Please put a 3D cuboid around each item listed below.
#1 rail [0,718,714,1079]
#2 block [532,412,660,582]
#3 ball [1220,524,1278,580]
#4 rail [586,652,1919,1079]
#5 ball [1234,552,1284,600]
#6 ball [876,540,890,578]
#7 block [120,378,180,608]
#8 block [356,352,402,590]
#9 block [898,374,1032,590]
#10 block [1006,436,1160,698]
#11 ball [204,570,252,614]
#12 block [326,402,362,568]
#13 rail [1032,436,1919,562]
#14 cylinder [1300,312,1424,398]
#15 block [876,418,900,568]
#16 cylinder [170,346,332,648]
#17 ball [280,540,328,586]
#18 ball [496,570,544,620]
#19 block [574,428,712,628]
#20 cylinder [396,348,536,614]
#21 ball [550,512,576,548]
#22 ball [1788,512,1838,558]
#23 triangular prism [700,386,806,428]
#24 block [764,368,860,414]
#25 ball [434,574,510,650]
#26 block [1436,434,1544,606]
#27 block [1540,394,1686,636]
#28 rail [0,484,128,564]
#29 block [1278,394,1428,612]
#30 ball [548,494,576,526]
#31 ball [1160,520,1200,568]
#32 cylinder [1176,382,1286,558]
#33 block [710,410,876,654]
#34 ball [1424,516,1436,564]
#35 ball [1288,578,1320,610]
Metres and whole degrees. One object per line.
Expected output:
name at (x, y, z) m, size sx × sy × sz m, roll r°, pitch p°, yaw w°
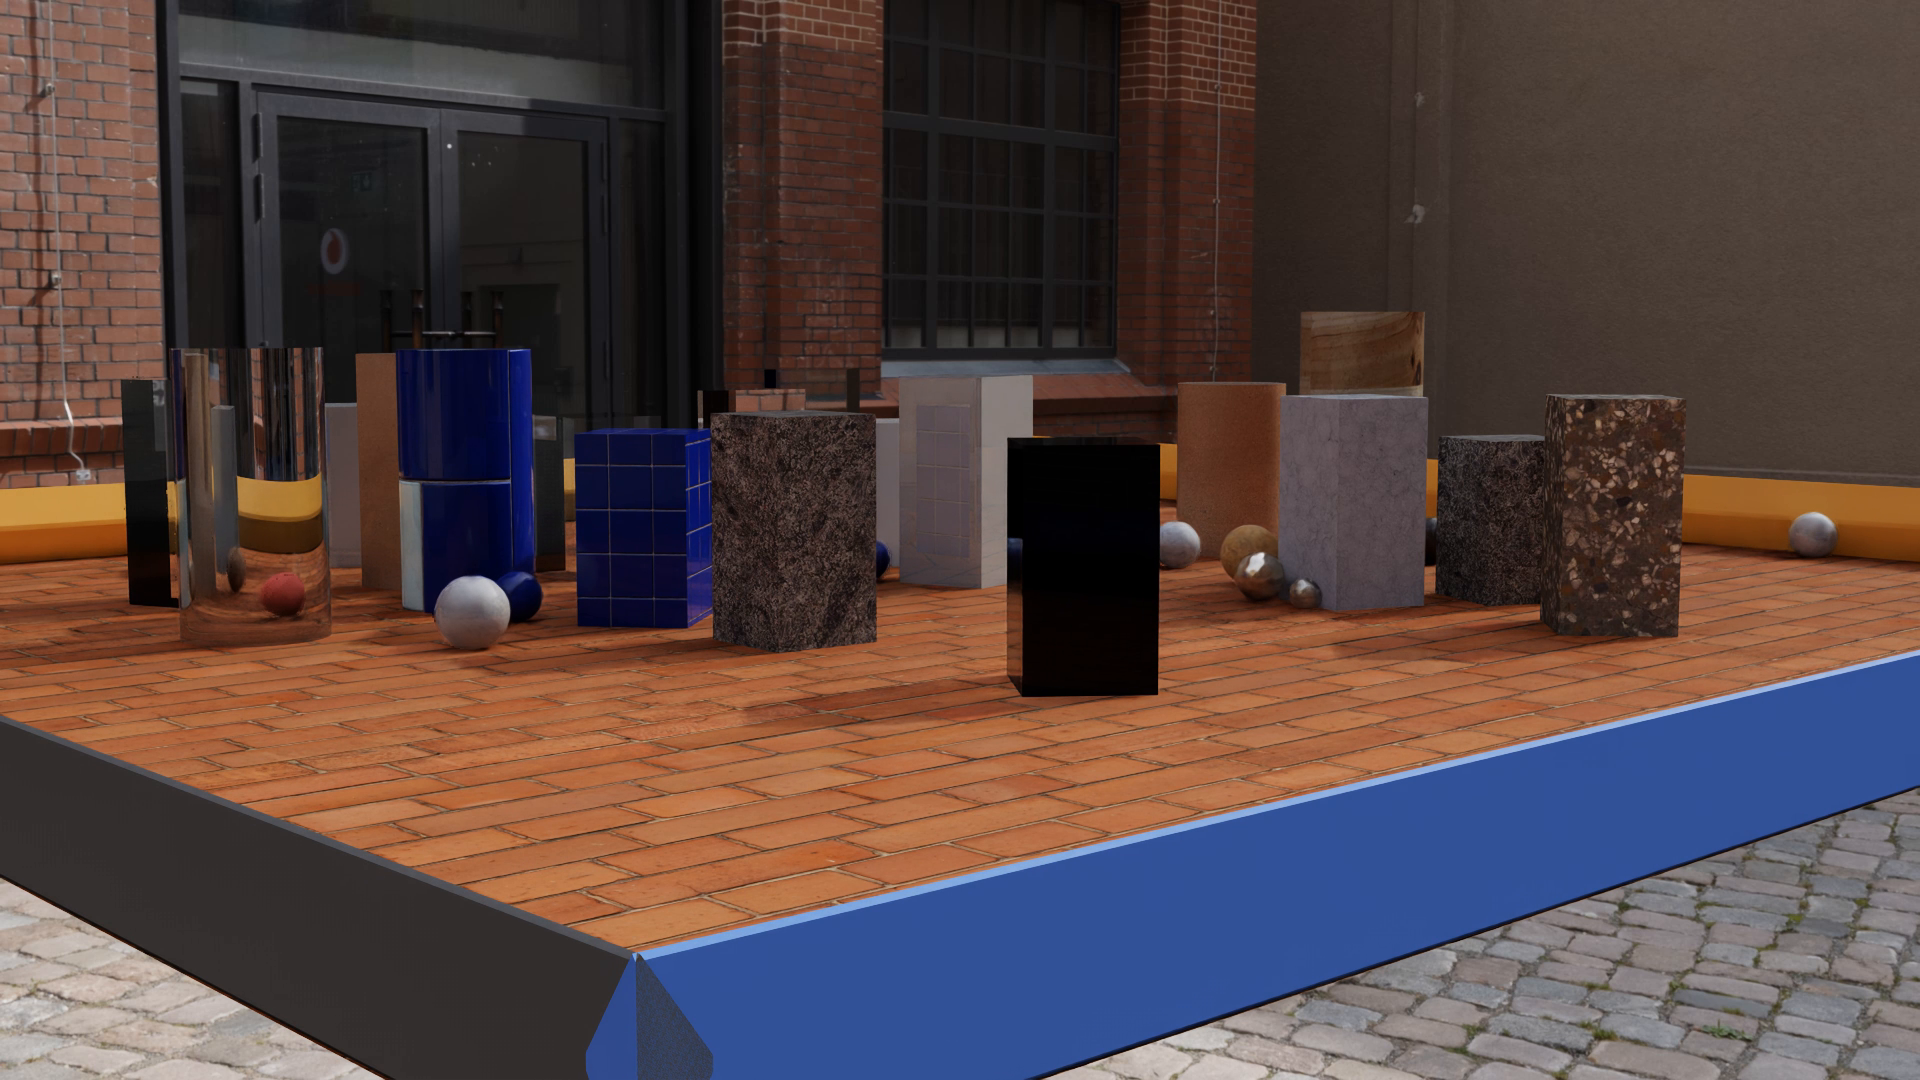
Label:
rail at (-1.196, 0.148, 2.234) m, size 0.045 × 0.129 × 3.110 m, roll -5°, pitch 8°, yaw -42°
block at (-0.614, -0.077, 3.725) m, size 0.159 × 0.269 × 0.159 m, roll -4°, pitch 7°, yaw -36°
ball at (0.474, 0.024, 3.585) m, size 0.098 × 0.098 × 0.098 m, roll 0°, pitch 6°, yaw 0°
rail at (1.039, 0.150, 2.212) m, size 3.302 × 0.129 × 0.045 m, roll -5°, pitch 8°, yaw -42°
ball at (0.461, 0.056, 3.385) m, size 0.076 × 0.076 × 0.076 m, roll 0°, pitch 6°, yaw 0°
ball at (-0.153, 0.032, 3.636) m, size 0.071 × 0.071 × 0.071 m, roll 0°, pitch 6°, yaw 0°
block at (-1.158, -0.076, 3.368) m, size 0.159 × 0.342 × 0.159 m, roll 3°, pitch 7°, yaw 25°
block at (-0.859, -0.114, 3.569) m, size 0.159 × 0.376 × 0.159 m, roll 4°, pitch 7°, yaw 32°
block at (0.010, -0.101, 3.623) m, size 0.159 × 0.339 × 0.159 m, roll 4°, pitch 7°, yaw 33°
block at (0.144, 0.028, 2.614) m, size 0.159 × 0.291 × 0.159 m, roll -1°, pitch 6°, yaw -5°
ball at (-1.080, 0.076, 3.245) m, size 0.065 × 0.065 × 0.065 m, roll 0°, pitch 6°, yaw 0°
block at (-1.055, -0.101, 3.907) m, size 0.159 × 0.279 × 0.159 m, roll -2°, pitch 6°, yaw -20°
rail at (1.196, -0.081, 4.429) m, size 0.045 × 0.129 × 3.110 m, roll -5°, pitch 8°, yaw -42°
cylinder at (0.654, -0.151, 3.596) m, size 0.199 × 0.443 × 0.199 m, roll 0°, pitch 6°, yaw 0°
block at (-0.100, -0.087, 3.908) m, size 0.159 × 0.251 × 0.159 m, roll -1°, pitch 6°, yaw -14°
cylinder at (-0.965, -0.064, 2.998) m, size 0.199 × 0.395 × 0.199 m, roll 0°, pitch 6°, yaw 0°
ball at (-1.068, 0.037, 3.577) m, size 0.074 × 0.074 × 0.074 m, roll 0°, pitch 6°, yaw 0°
ball at (-0.637, 0.080, 3.167) m, size 0.072 × 0.072 × 0.072 m, roll 0°, pitch 6°, yaw 0°
block at (-0.453, -0.020, 3.169) m, size 0.159 × 0.272 × 0.159 m, roll 1°, pitch 6°, yaw 7°
cylinder at (-0.745, -0.094, 3.320) m, size 0.199 × 0.387 × 0.199 m, roll 0°, pitch 6°, yaw 0°
ball at (-0.738, -0.020, 4.151) m, size 0.068 × 0.068 × 0.068 m, roll 0°, pitch 6°, yaw 0°
ball at (1.540, -0.009, 3.970) m, size 0.084 × 0.084 × 0.084 m, roll 0°, pitch 6°, yaw 0°
triangular prism at (-0.348, -0.074, 3.434) m, size 0.172 × 0.325 × 0.149 m, roll -3°, pitch 7°, yaw -26°
block at (-0.289, -0.172, 4.334) m, size 0.159 × 0.332 × 0.159 m, roll 1°, pitch 6°, yaw 7°
ball at (-0.644, 0.095, 2.904) m, size 0.098 × 0.098 × 0.098 m, roll 0°, pitch 6°, yaw 0°
block at (0.851, -0.034, 3.415) m, size 0.159 × 0.249 × 0.159 m, roll -2°, pitch 6°, yaw -17°
block at (0.912, -0.038, 3.082) m, size 0.159 × 0.325 × 0.159 m, roll 1°, pitch 6°, yaw 5°
rail at (-1.039, -0.083, 4.451) m, size 3.302 × 0.129 × 0.045 m, roll -5°, pitch 8°, yaw -42°
block at (0.598, -0.062, 3.359) m, size 0.159 × 0.315 × 0.159 m, roll -3°, pitch 7°, yaw -24°
ball at (-0.749, -0.042, 4.247) m, size 0.092 × 0.092 × 0.092 m, roll 0°, pitch 6°, yaw 0°
ball at (0.376, 0.007, 3.826) m, size 0.082 × 0.082 × 0.082 m, roll 0°, pitch 6°, yaw 0°
cylinder at (0.501, -0.133, 4.064) m, size 0.199 × 0.312 × 0.199 m, roll 0°, pitch 6°, yaw 0°
block at (-0.224, -0.016, 2.963) m, size 0.159 × 0.307 × 0.159 m, roll -5°, pitch 8°, yaw -39°
ball at (0.834, 0.001, 3.870) m, size 0.084 × 0.084 × 0.084 m, roll 0°, pitch 6°, yaw 0°
ball at (0.516, 0.080, 3.292) m, size 0.048 × 0.048 × 0.048 m, roll 0°, pitch 6°, yaw 0°
